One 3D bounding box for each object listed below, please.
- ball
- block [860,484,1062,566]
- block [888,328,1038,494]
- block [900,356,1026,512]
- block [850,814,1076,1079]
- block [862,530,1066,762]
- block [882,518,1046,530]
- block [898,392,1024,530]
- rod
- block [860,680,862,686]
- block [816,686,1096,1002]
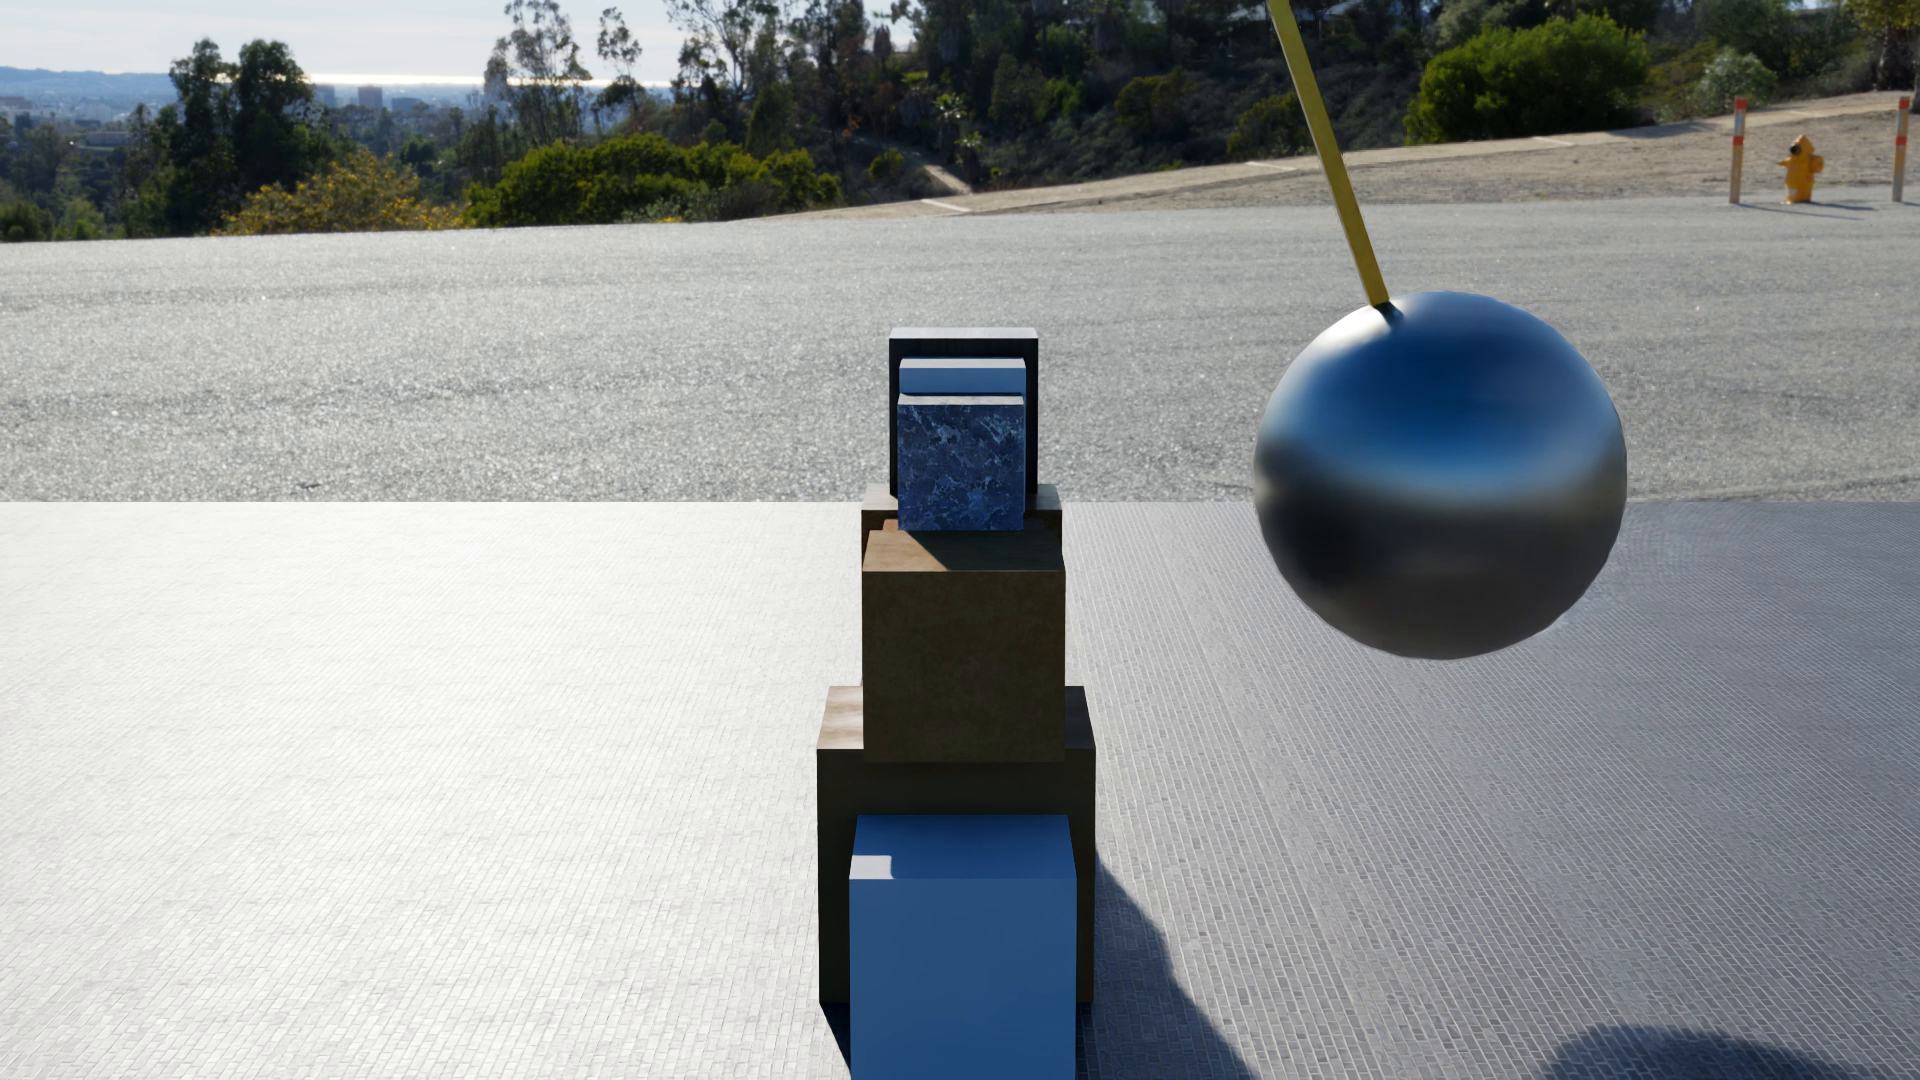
[{"bbox_3d":[2.074,-0.278,11.130,1.600,1.600,1.600,0,10,0],"label":"ball"},{"bbox_3d":[0.007,0.158,11.384,0.857,0.712,0.833,0,9,0],"label":"block"},{"bbox_3d":[0.016,-0.597,11.663,0.658,0.692,0.652,0,9,0],"label":"block"},{"bbox_3d":[0.012,-0.462,11.059,0.529,0.613,0.563,0,9,0],"label":"block"},{"bbox_3d":[0.010,1.475,9.359,0.790,0.749,0.785,0,10,0],"label":"block"},{"bbox_3d":[0.014,0.390,9.805,0.741,0.717,0.847,0,10,0],"label":"block"},{"bbox_3d":[0.017,0.280,10.606,0.670,0.651,0.726,0,8,0],"label":"block"},{"bbox_3d":[0.003,-0.311,10.527,0.504,0.542,0.530,0,8,0],"label":"block"},{"bbox_3d":[0.899,-3.417,10.559,0.080,5.200,0.080,-20,10,4],"label":"rod"},{"bbox_3d":[0.001,1.044,11.168,0.849,0.951,0.872,0,10,0],"label":"block"},{"bbox_3d":[-0.014,1.188,10.228,1.051,1.003,1.008,0,10,0],"label":"block"}]
